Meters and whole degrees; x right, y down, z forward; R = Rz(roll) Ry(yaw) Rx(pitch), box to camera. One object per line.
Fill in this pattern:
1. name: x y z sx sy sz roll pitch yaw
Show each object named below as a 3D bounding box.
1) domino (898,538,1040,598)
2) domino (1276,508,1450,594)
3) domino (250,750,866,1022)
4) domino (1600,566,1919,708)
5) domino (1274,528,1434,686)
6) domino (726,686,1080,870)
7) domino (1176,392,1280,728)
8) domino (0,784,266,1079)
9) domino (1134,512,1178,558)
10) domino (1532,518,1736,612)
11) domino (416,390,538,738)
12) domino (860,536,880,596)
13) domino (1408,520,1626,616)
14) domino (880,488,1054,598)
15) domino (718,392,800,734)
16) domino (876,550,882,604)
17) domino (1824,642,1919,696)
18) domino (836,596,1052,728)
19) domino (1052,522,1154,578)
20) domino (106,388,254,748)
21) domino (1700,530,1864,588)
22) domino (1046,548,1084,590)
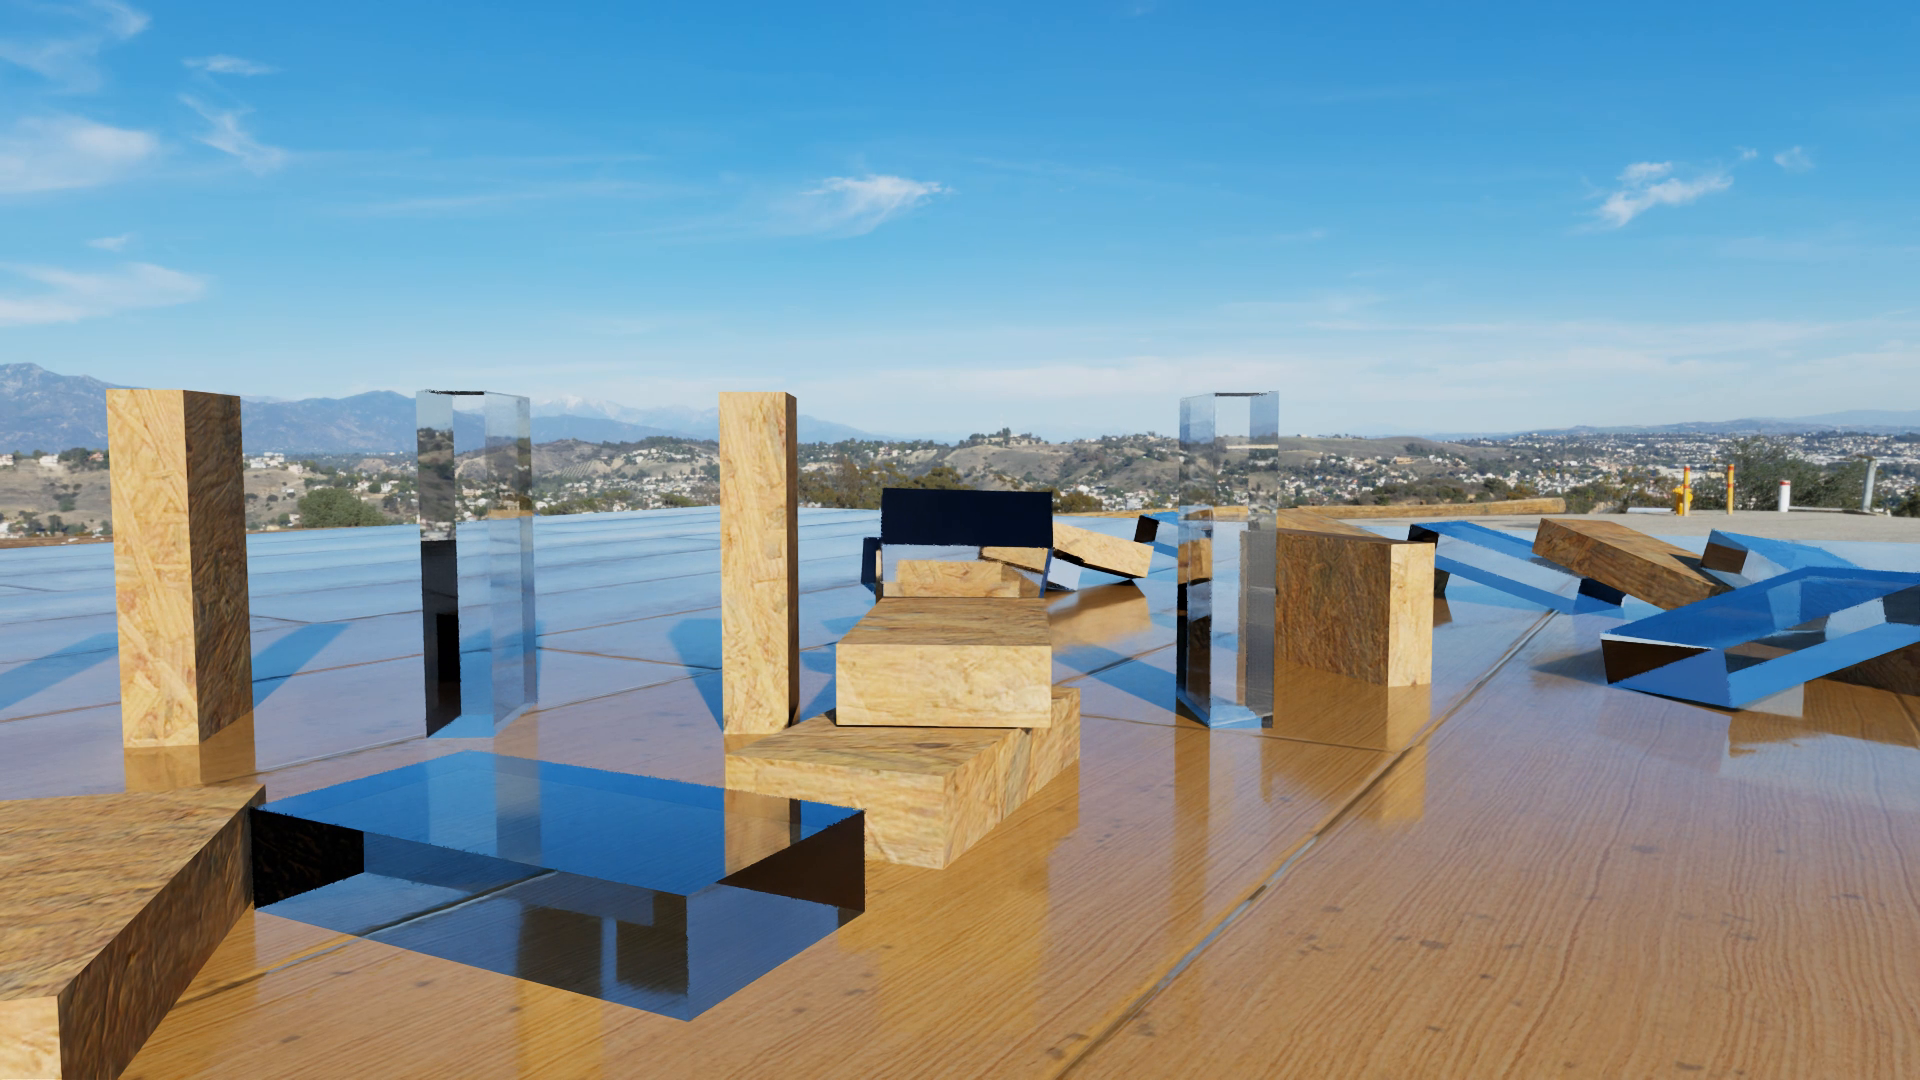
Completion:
1. domino: 0.003 0.008 0.328 0.025 0.009 0.050 1 -8 14
2. domino: 0.114 0.003 0.374 0.050 0.010 0.025 24 19 39
3. domino: -0.037 0.029 0.117 0.050 0.010 0.025 2 5 27
4. domino: 0.141 0.016 0.222 0.050 0.009 0.025 -14 6 -17
5. domino: 0.070 0.011 0.249 0.010 0.025 0.050 -2 5 -22
6. domino: -0.004 0.026 0.156 0.025 0.009 0.050 2 5 21
7. domino: 0.042 0.002 0.203 0.009 0.050 0.025 0 4 -2
8. domino: -0.073 0.031 0.098 0.025 0.010 0.050 -1 4 -16
9. domino: 0.081 0.003 0.392 0.050 0.010 0.025 19 14 31
10. domino: 0.171 0.007 0.318 0.025 0.010 0.050 2 18 -24
11. domino: -0.073 0.003 0.197 0.010 0.050 0.025 0 4 -4
12. domino: -0.004 0.010 0.283 0.025 0.009 0.050 1 -13 8
13. domino: 0.149 0.007 0.344 0.025 0.010 0.050 -3 18 -36
14. domino: 0.000 0.009 0.209 0.025 0.010 0.050 1 -29 -2
15. domino: -0.031 0.003 0.199 0.009 0.050 0.025 0 4 -3
16. domino: -0.002 0.012 0.248 0.025 0.009 0.050 0 -13 1
17. domino: 0.184 0.021 0.231 0.050 0.010 0.025 -1 4 -9
18. domino: -0.001 0.015 0.174 0.025 0.010 0.050 0 4 3
19. domino: 0.031 0.001 0.391 0.050 0.009 0.025 14 -3 -2
20. domino: -0.115 0.003 0.191 0.009 0.050 0.025 -1 4 -13
21. domino: 0.187 0.010 0.280 0.025 0.010 0.050 10 15 3
22. domino: 0.009 0.003 0.365 0.050 0.010 0.025 20 -10 -40
